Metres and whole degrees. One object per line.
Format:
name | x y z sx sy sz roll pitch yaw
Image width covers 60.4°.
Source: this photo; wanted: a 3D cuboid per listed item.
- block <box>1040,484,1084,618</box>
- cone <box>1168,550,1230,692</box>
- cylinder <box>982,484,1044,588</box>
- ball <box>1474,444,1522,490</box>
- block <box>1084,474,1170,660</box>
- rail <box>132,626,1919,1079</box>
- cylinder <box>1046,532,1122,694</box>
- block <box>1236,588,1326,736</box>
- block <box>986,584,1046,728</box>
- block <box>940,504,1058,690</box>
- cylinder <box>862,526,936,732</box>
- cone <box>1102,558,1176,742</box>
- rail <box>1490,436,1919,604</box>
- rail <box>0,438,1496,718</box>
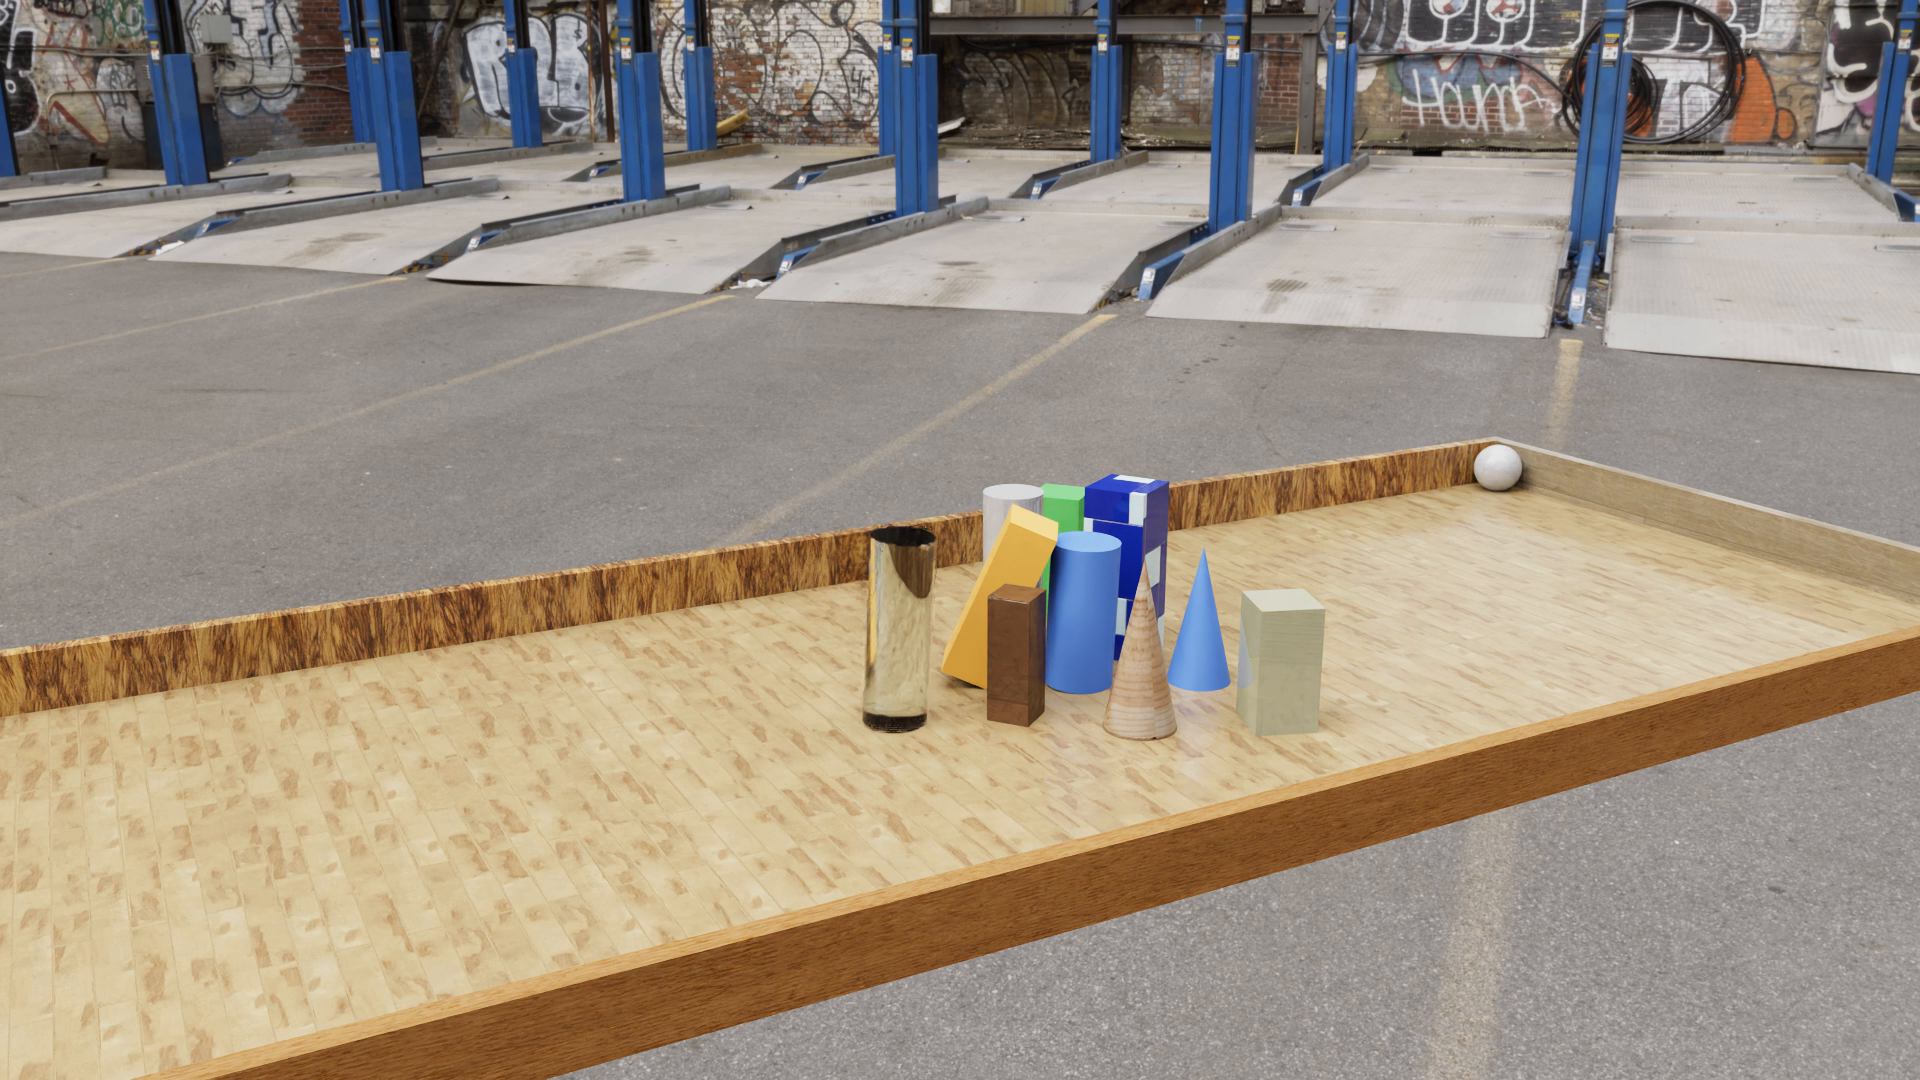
block | 0.283 0.034 4.621 0.143 0.349 0.143 6 18 21
cone | 0.601 0.184 4.107 0.161 0.351 0.161 0 16 0
cylinder | 0.139 0.078 4.334 0.159 0.425 0.159 0 16 0
ball | 1.939 -0.261 5.947 0.167 0.167 0.167 0 16 0
block | 0.430 0.074 4.303 0.164 0.451 0.164 9 19 28
rail | -2.336 1.006 1.665 12.000 0.150 0.050 -9 18 -27
cylinder | 0.303 0.178 4.087 0.172 0.366 0.172 2 17 -1
block | 0.746 0.284 3.849 0.150 0.304 0.150 -2 17 -8
block | 0.133 0.271 3.885 0.105 0.309 0.105 7 18 24
block | 0.097 0.141 4.061 0.121 0.435 0.121 22 22 -5
cylinder | -0.142 0.208 3.829 0.150 0.453 0.150 3 17 -1
cone | 0.421 0.239 3.808 0.175 0.414 0.175 0 16 0
rail | 2.466 -0.048 5.253 0.050 0.150 2.100 -9 18 -27
rail | -3.305 0.497 3.399 12.000 0.150 0.050 -9 18 -27
